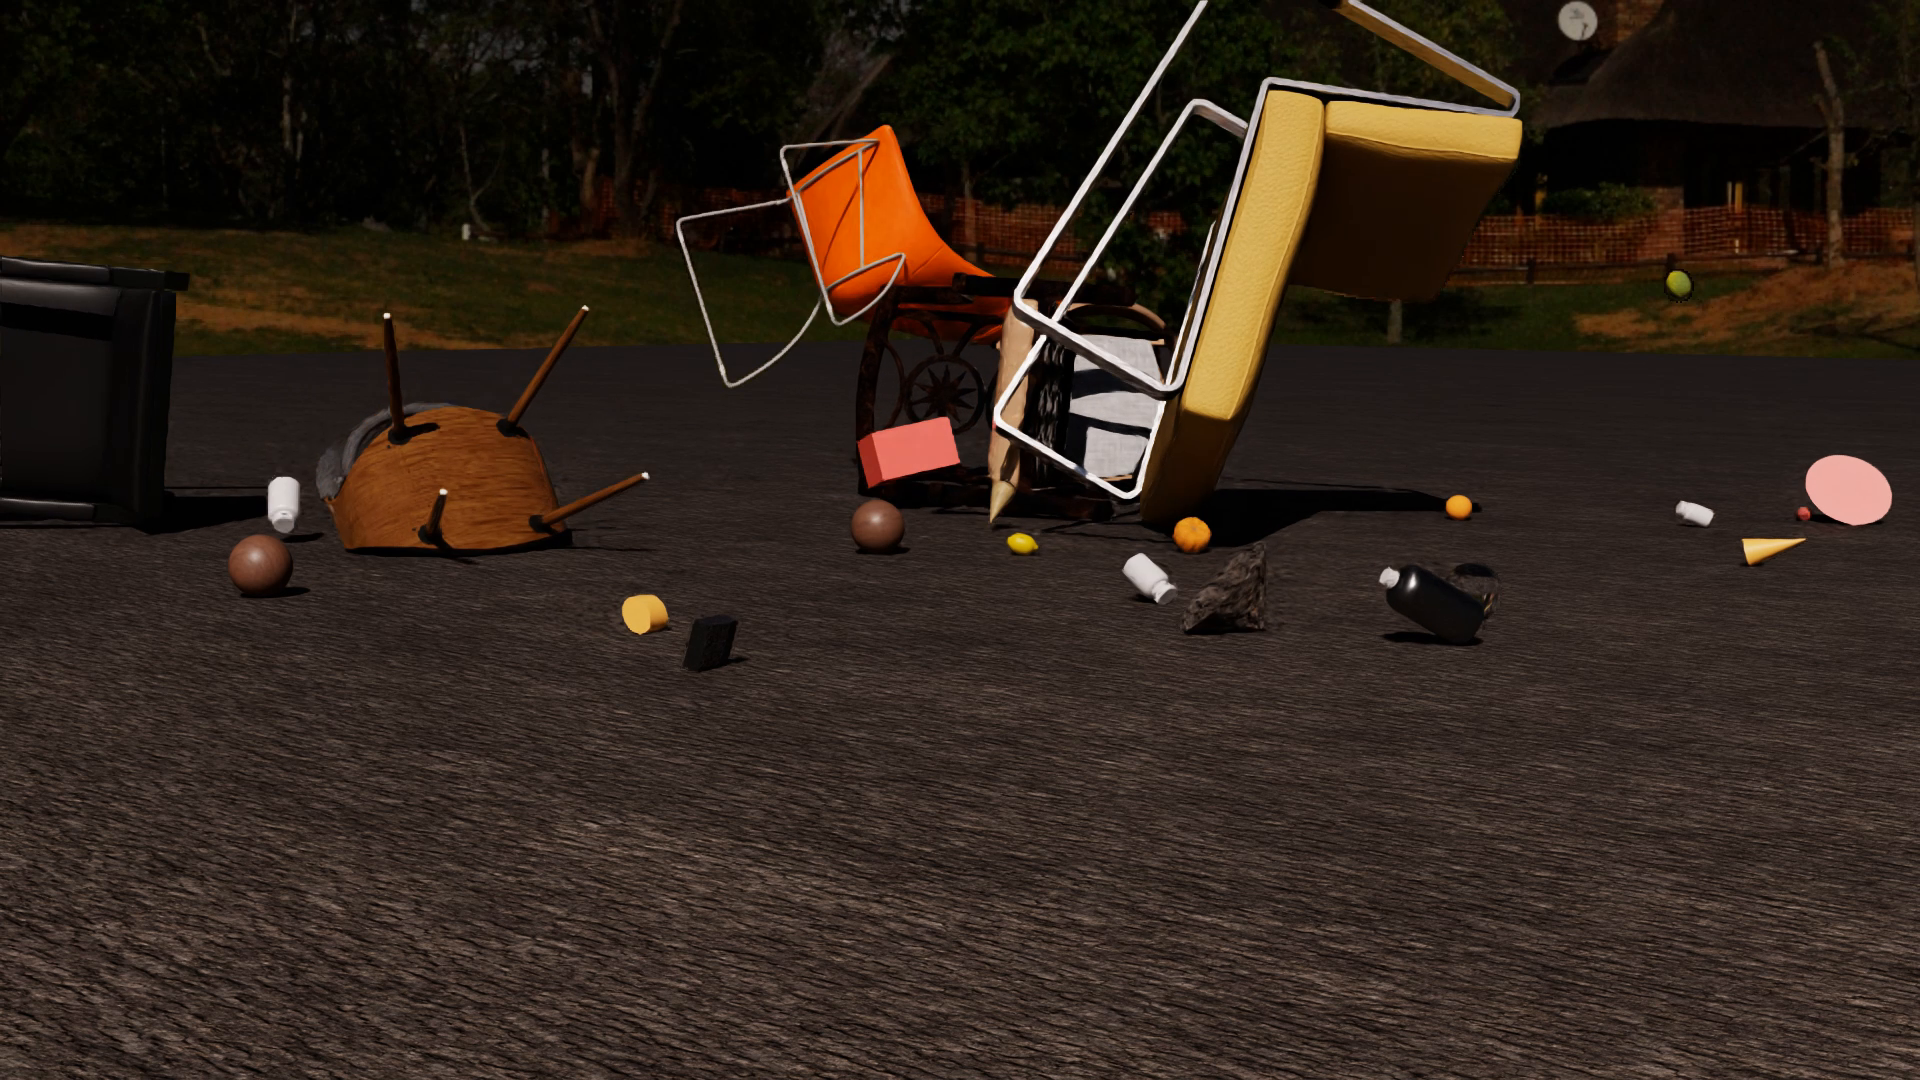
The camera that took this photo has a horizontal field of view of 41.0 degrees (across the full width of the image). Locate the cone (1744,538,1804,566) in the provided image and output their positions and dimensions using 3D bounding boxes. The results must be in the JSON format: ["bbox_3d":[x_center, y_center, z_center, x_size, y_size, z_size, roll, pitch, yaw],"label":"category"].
[{"bbox_3d":[1.845,0.013,5.793,0.134,0.067,0.065,-15,-26,25],"label":"cone"}]

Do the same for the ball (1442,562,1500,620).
[{"bbox_3d":[0.983,0.098,4.929,0.109,0.109,0.109,0,6,0],"label":"ball"}]

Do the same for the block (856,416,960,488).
[{"bbox_3d":[-0.147,-0.248,7.259,0.230,0.137,0.169,-13,-3,-18],"label":"block"}]

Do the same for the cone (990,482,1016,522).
[{"bbox_3d":[0.094,-0.083,6.617,0.066,0.074,0.129,27,45,-4],"label":"cone"}]

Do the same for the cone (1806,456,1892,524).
[{"bbox_3d":[2.392,-0.100,6.943,0.229,0.184,0.217,32,-9,20],"label":"cone"}]

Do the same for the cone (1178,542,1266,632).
[{"bbox_3d":[0.528,0.128,4.762,0.121,0.232,0.194,44,-2,-8],"label":"cone"}]

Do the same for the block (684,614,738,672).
[{"bbox_3d":[-0.418,0.173,4.304,0.032,0.082,0.086,21,15,25],"label":"block"}]

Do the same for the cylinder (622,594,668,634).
[{"bbox_3d":[-0.583,0.137,4.750,0.060,0.074,0.050,-43,-17,27],"label":"cylinder"}]
